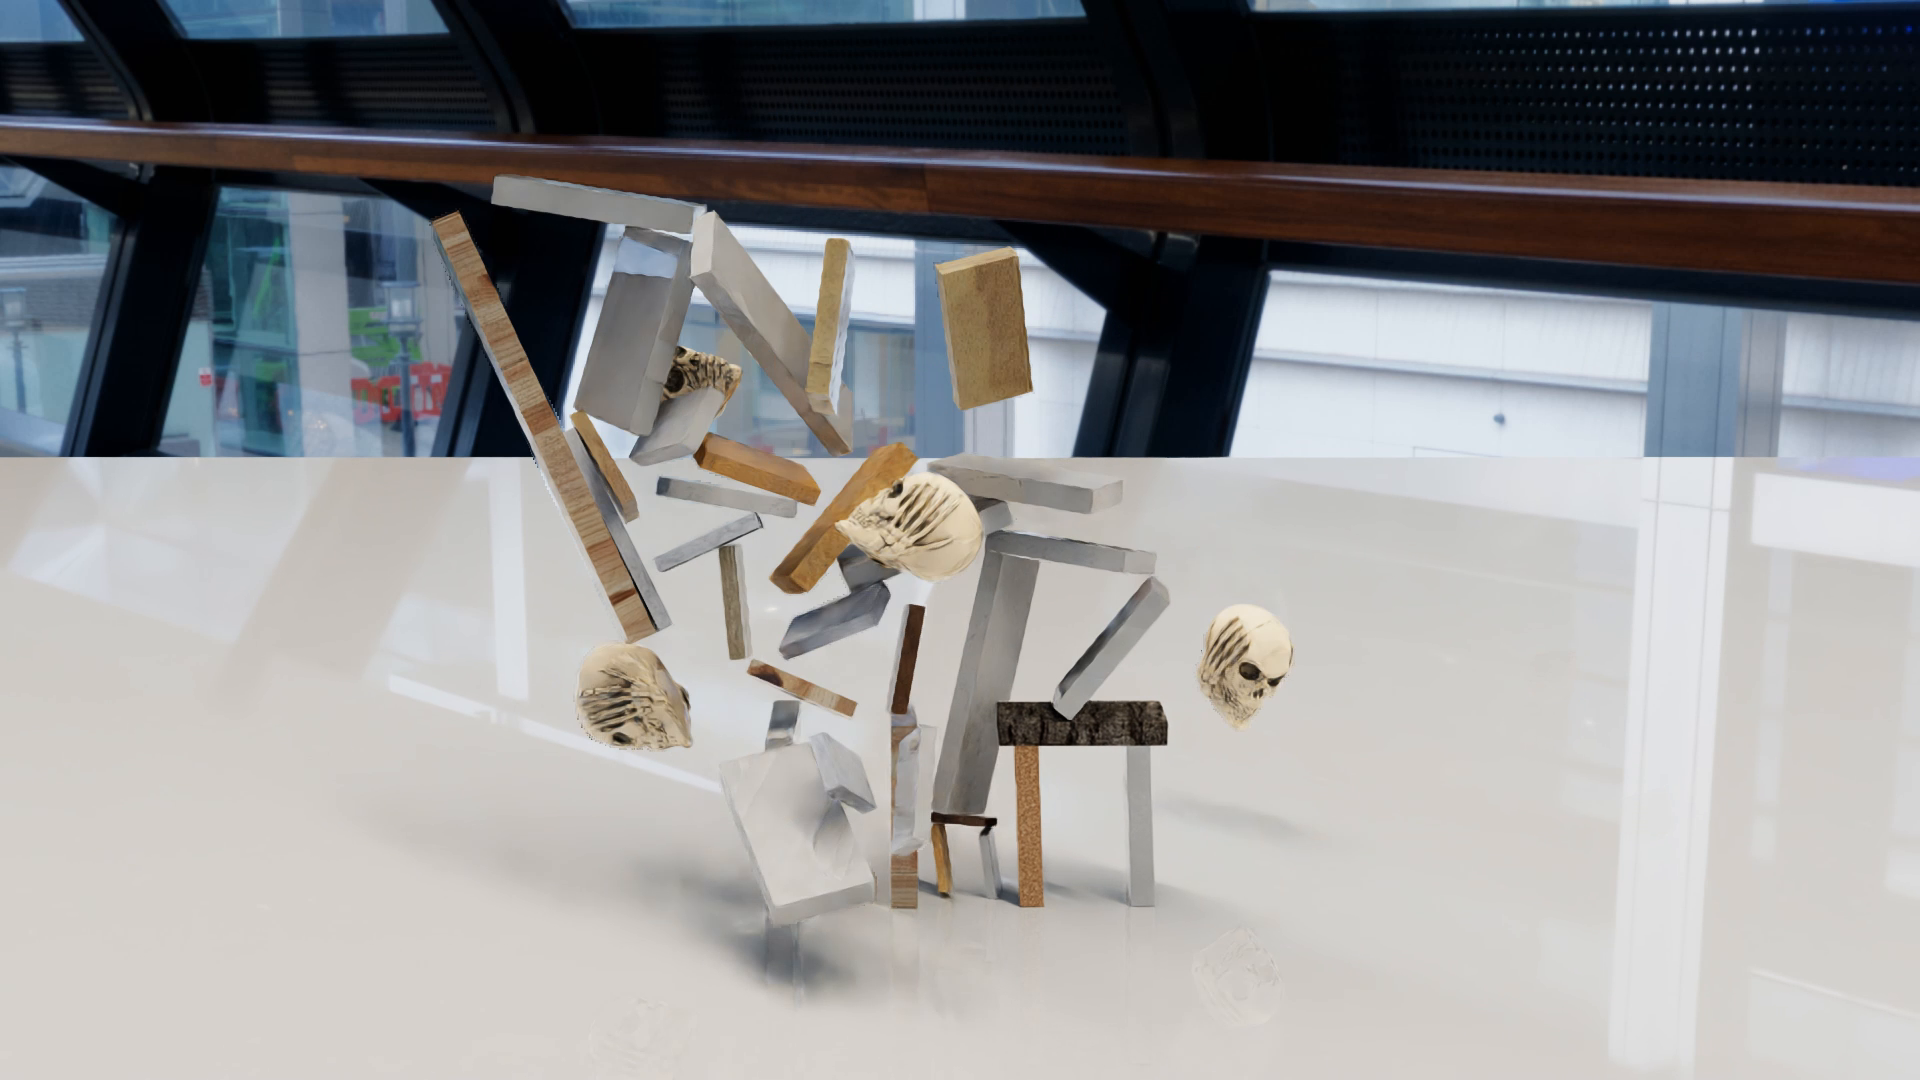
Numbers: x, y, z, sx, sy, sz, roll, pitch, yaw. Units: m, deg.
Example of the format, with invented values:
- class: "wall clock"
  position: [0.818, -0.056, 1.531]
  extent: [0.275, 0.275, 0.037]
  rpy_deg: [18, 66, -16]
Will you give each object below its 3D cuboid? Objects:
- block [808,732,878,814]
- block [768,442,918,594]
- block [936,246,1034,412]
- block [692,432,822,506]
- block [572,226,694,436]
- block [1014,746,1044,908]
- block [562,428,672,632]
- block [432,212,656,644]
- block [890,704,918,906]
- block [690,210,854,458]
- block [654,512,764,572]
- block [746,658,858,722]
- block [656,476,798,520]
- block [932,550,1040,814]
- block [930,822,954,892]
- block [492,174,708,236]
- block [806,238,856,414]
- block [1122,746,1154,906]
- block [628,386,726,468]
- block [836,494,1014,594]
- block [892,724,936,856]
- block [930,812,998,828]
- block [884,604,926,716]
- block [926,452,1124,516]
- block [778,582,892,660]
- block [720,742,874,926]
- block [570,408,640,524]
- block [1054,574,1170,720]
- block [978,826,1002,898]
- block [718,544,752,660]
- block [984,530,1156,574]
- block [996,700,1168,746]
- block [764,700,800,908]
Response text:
- class: "block"
  position: [-0.175, 0.352, 3.315]
  extent: [0.025, 0.088, 0.175]
  rpy_deg: [-24, -23, 8]
- class: "block"
  position: [-0.194, -0.035, 3.647]
  extent: [0.041, 0.291, 0.145]
  rpy_deg: [42, -14, -13]
- class: "block"
  position: [0.041, -0.341, 3.566]
  extent: [0.127, 0.254, 0.036]
  rpy_deg: [-16, 35, -11]
- class: "block"
  position: [-0.335, -0.119, 3.558]
  extent: [0.209, 0.030, 0.104]
  rpy_deg: [19, 17, -29]
- class: "block"
  position: [-0.514, -0.338, 3.516]
  extent: [0.157, 0.314, 0.044]
  rpy_deg: [22, 7, 43]
- class: "block"
  position: [0.114, 0.455, 3.646]
  extent: [0.039, 0.273, 0.136]
  rpy_deg: [-2, 10, 1]
- class: "block"
  position: [-0.556, -0.014, 3.550]
  extent: [0.025, 0.351, 0.088]
  rpy_deg: [-27, 1, -12]
- class: "block"
  position: [-0.670, -0.172, 3.531]
  extent: [0.044, 0.728, 0.157]
  rpy_deg: [-25, 4, -12]
- class: "block"
  position: [-0.094, 0.437, 3.648]
  extent: [0.043, 0.304, 0.152]
  rpy_deg: [0, 9, -3]
- class: "block"
  position: [-0.297, -0.325, 3.563]
  extent: [0.036, 0.127, 0.492]
  rpy_deg: [-15, -38, 18]
- class: "block"
  position: [-0.402, 0.004, 3.521]
  extent: [0.175, 0.025, 0.088]
  rpy_deg: [-25, 1, -1]
- class: "block"
  position: [-0.253, 0.242, 3.543]
  extent: [0.182, 0.026, 0.091]
  rpy_deg: [23, -9, 1]
- class: "block"
  position: [-0.375, -0.068, 3.536]
  extent: [0.209, 0.030, 0.104]
  rpy_deg: [10, 0, -19]
- class: "block"
  position: [0.042, 0.240, 3.673]
  extent: [0.036, 0.439, 0.126]
  rpy_deg: [13, 1, 31]
- class: "block"
  position: [-0.030, 0.529, 3.673]
  extent: [0.015, 0.109, 0.054]
  rpy_deg: [-8, -2, 9]
- class: "block"
  position: [-0.569, -0.533, 3.494]
  extent: [0.314, 0.044, 0.157]
  rpy_deg: [9, 10, 0]
- class: "block"
  position: [-0.205, -0.340, 3.510]
  extent: [0.036, 0.254, 0.127]
  rpy_deg: [6, -11, 4]
- class: "block"
  position: [0.295, 0.455, 3.647]
  extent: [0.039, 0.273, 0.136]
  rpy_deg: [-2, 10, 1]
- class: "block"
  position: [-0.447, -0.178, 3.462]
  extent: [0.030, 0.104, 0.209]
  rpy_deg: [34, -21, -24]
- class: "block"
  position: [-0.061, -0.004, 3.648]
  extent: [0.291, 0.041, 0.145]
  rpy_deg: [-24, 15, -2]
- class: "block"
  position: [-0.068, 0.369, 3.244]
  extent: [0.025, 0.175, 0.088]
  rpy_deg: [14, -28, -19]
- class: "block"
  position: [0.002, 0.466, 3.665]
  extent: [0.109, 0.015, 0.054]
  rpy_deg: [2, -5, 25]
- class: "block"
  position: [-0.089, 0.192, 3.532]
  extent: [0.025, 0.175, 0.088]
  rpy_deg: [11, -5, -8]
- class: "block"
  position: [0.107, -0.094, 3.613]
  extent: [0.291, 0.041, 0.145]
  rpy_deg: [10, 12, 22]
- class: "block"
  position: [-0.204, 0.132, 3.574]
  extent: [0.182, 0.026, 0.091]
  rpy_deg: [-22, 24, 25]
- class: "block"
  position: [-0.248, 0.437, 3.316]
  extent: [0.152, 0.043, 0.304]
  rpy_deg: [-12, 42, -16]
- class: "block"
  position: [-0.571, -0.119, 3.536]
  extent: [0.025, 0.175, 0.088]
  rpy_deg: [-29, -16, -13]
- class: "block"
  position: [0.247, 0.175, 3.591]
  extent: [0.036, 0.252, 0.126]
  rpy_deg: [39, 10, -4]
- class: "block"
  position: [0.050, 0.536, 3.660]
  extent: [0.015, 0.109, 0.054]
  rpy_deg: [-6, 9, 11]
- class: "block"
  position: [-0.361, 0.099, 3.542]
  extent: [0.026, 0.182, 0.091]
  rpy_deg: [-5, 1, 2]
- class: "block"
  position: [0.182, 0.019, 3.620]
  extent: [0.252, 0.036, 0.126]
  rpy_deg: [10, 3, 28]
- class: "block"
  position: [0.199, 0.301, 3.617]
  extent: [0.273, 0.039, 0.136]
  rpy_deg: [0, 11, 0]
- class: "block"
  position: [-0.291, 0.435, 3.618]
  extent: [0.043, 0.304, 0.152]
  rpy_deg: [2, 19, 0]
